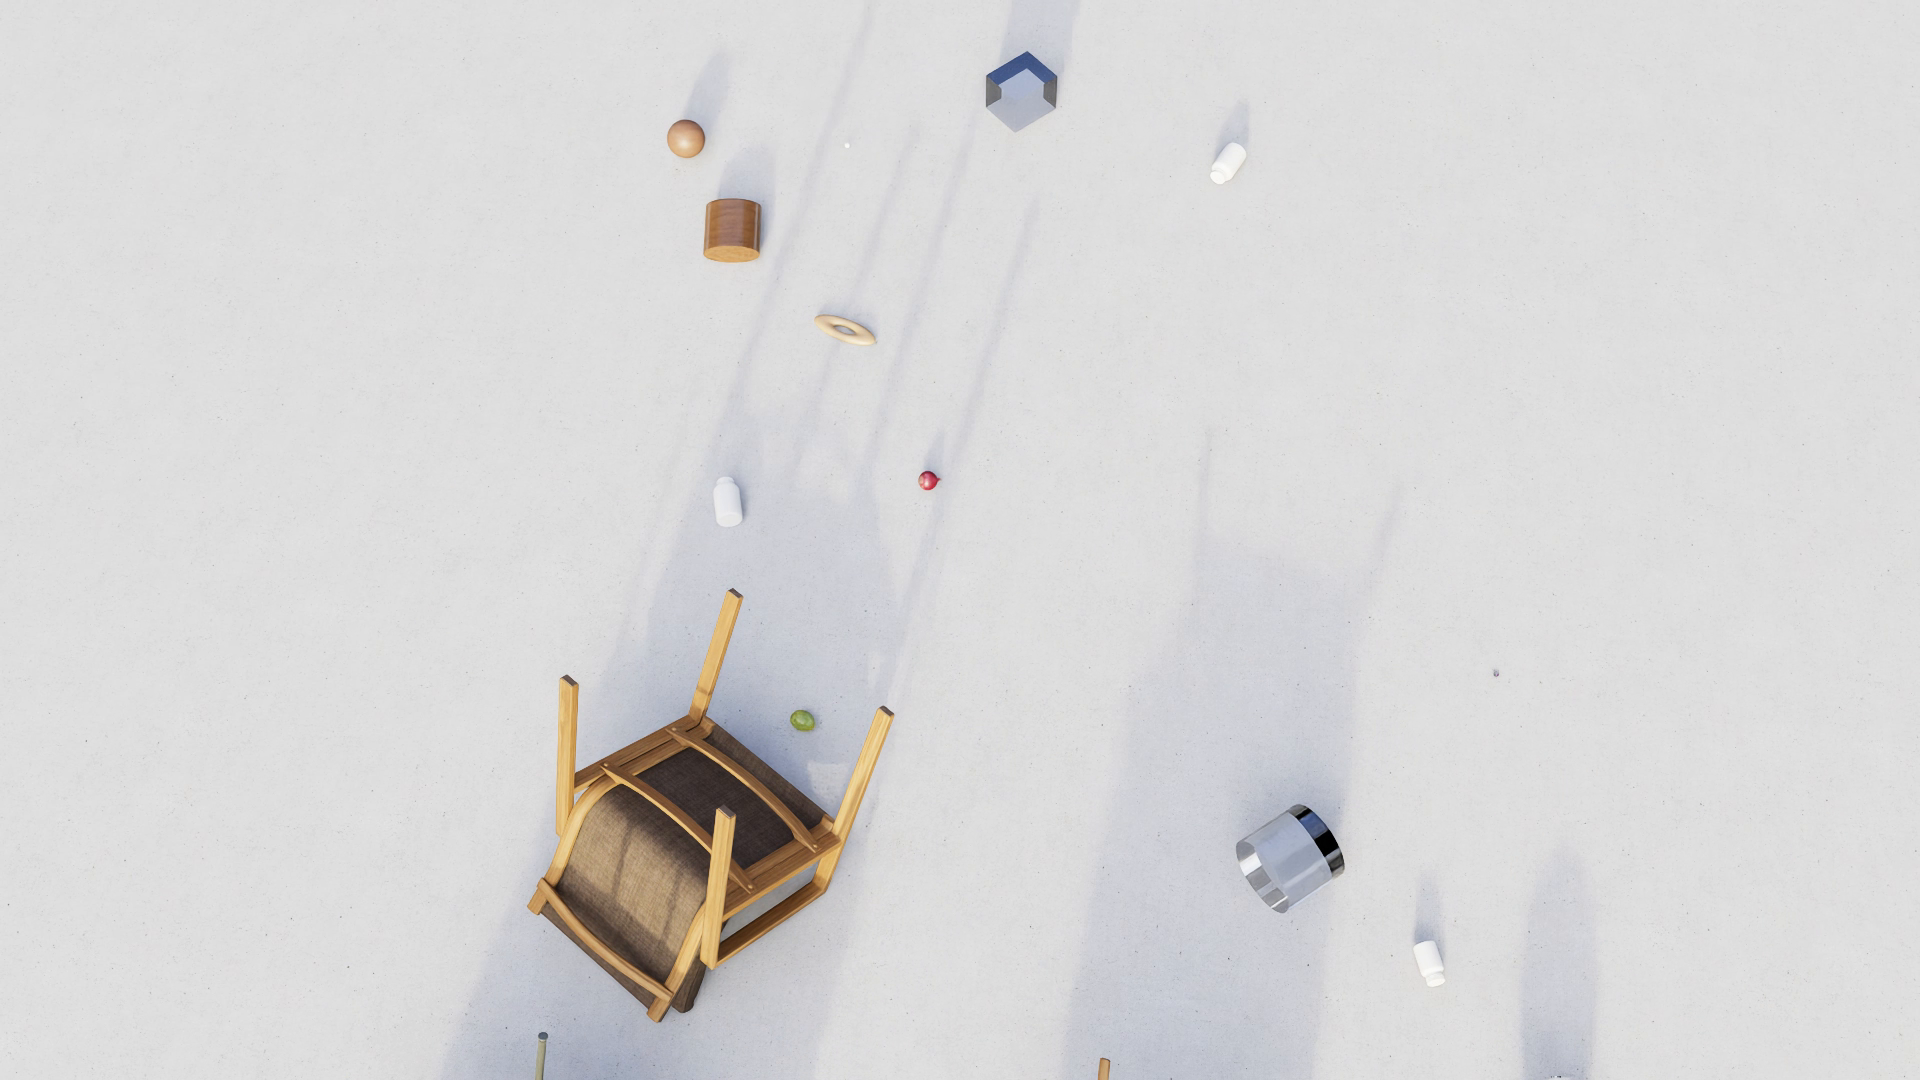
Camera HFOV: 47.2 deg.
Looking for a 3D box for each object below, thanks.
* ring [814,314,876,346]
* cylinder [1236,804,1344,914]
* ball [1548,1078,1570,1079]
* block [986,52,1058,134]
[{"bbox_3d":[-0.367,-0.669,7.007,0.220,0.026,0.082,23,60,15],"label":"ring"},{"bbox_3d":[0.882,0.850,5.874,0.193,0.214,0.223,-30,88,-18],"label":"cylinder"},{"bbox_3d":[1.502,1.444,5.484,0.201,0.201,0.201,0,56,0],"label":"ball"},{"bbox_3d":[0.209,-1.529,7.508,0.184,0.153,0.157,-34,63,-21],"label":"block"}]
